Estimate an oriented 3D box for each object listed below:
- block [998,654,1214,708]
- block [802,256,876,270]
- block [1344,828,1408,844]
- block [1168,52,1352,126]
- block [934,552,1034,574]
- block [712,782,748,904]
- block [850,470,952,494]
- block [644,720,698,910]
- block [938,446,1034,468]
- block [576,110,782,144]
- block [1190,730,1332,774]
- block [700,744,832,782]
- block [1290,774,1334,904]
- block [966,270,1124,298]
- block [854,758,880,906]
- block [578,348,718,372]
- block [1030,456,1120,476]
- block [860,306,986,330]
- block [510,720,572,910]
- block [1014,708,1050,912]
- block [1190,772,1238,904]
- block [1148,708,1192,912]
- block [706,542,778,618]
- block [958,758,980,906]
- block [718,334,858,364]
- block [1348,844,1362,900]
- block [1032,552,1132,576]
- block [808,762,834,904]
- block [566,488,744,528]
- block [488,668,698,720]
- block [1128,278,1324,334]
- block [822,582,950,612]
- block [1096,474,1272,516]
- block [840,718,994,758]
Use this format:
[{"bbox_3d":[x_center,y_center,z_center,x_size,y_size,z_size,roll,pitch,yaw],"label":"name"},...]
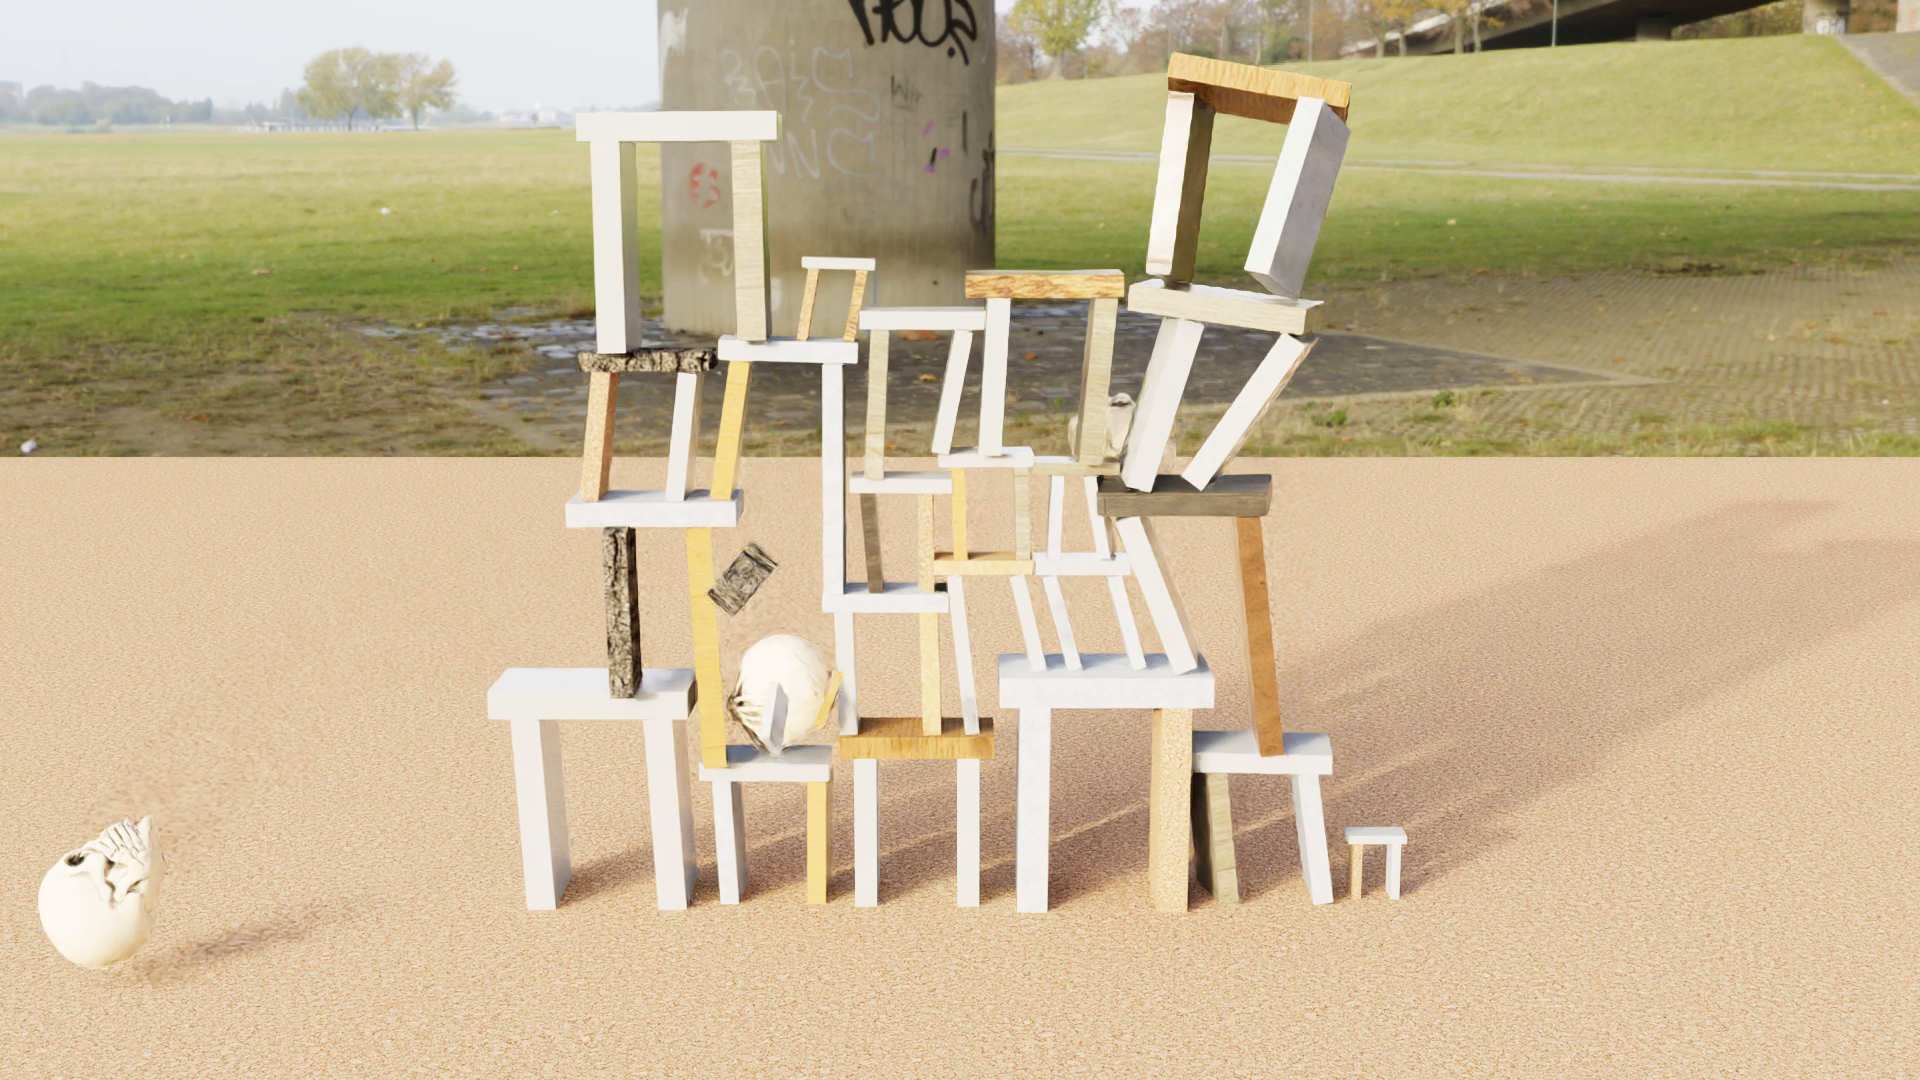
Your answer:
[{"bbox_3d":[0.235,0.229,3.598,0.343,0.049,0.171,0,11,0],"label":"block"},{"bbox_3d":[-0.191,-0.438,3.477,0.113,0.016,0.057,2,9,-1],"label":"block"},{"bbox_3d":[0.689,0.490,3.647,0.095,0.014,0.048,0,11,0],"label":"block"},{"bbox_3d":[0.465,-0.694,3.423,0.277,0.039,0.139,12,-5,9],"label":"block"},{"bbox_3d":[0.037,0.037,3.562,0.159,0.023,0.080,0,11,0],"label":"block"},{"bbox_3d":[-0.380,0.486,3.648,0.030,0.211,0.105,-2,11,4],"label":"block"},{"bbox_3d":[-0.095,-0.093,3.542,0.163,0.023,0.081,1,11,0],"label":"block"},{"bbox_3d":[-0.478,0.431,3.641,0.045,0.320,0.160,-3,11,0],"label":"block"},{"bbox_3d":[0.041,-0.133,3.535,0.150,0.021,0.075,-1,11,-1],"label":"block"},{"bbox_3d":[-0.436,-0.645,3.440,0.306,0.043,0.153,-1,9,-2],"label":"block"},{"bbox_3d":[0.492,0.348,3.607,0.228,0.032,0.114,1,14,5],"label":"block"},{"bbox_3d":[-0.318,0.368,3.623,0.211,0.030,0.105,0,11,0],"label":"block"},{"bbox_3d":[0.580,0.474,3.641,0.032,0.228,0.114,-9,15,2],"label":"block"},{"bbox_3d":[0.133,-0.406,3.480,0.248,0.035,0.124,0,11,0],"label":"block"},{"bbox_3d":[-0.154,0.466,3.646,0.036,0.251,0.126,0,11,0],"label":"block"},{"bbox_3d":[-0.494,-0.287,3.491,0.203,0.029,0.102,0,10,1],"label":"block"},{"bbox_3d":[0.184,-0.120,3.543,0.138,0.020,0.069,0,11,-2],"label":"block"},{"bbox_3d":[-0.059,-0.353,3.493,0.197,0.028,0.099,0,11,-1],"label":"block"},{"bbox_3d":[-0.692,0.431,3.641,0.045,0.320,0.160,-3,11,0],"label":"block"},{"bbox_3d":[0.119,0.422,3.634,0.049,0.343,0.171,0,11,0],"label":"block"},{"bbox_3d":[0.417,0.475,3.644,0.032,0.228,0.114,-10,15,-12],"label":"block"},{"bbox_3d":[0.347,0.422,3.634,0.049,0.343,0.171,1,11,0],"label":"block"},{"bbox_3d":[-0.293,0.053,2.959,0.096,0.048,0.014,-51,9,-27],"label":"block"},{"bbox_3d":[0.014,0.466,3.646,0.036,0.251,0.126,0,11,0],"label":"block"},{"bbox_3d":[-0.272,-0.304,3.501,0.219,0.031,0.109,1,9,-3],"label":"block"},{"bbox_3d":[0.657,0.544,3.657,0.014,0.095,0.048,0,11,0],"label":"block"},{"bbox_3d":[0.196,0.038,3.569,0.157,0.022,0.079,0,11,0],"label":"block"},{"bbox_3d":[-0.232,0.486,3.653,0.030,0.211,0.105,1,11,3],"label":"block"},{"bbox_3d":[-0.488,-0.052,3.535,0.267,0.038,0.134,-1,11,0],"label":"block"},{"bbox_3d":[-0.596,0.251,3.604,0.320,0.045,0.160,0,11,1],"label":"block"},{"bbox_3d":[0.413,-0.363,3.410,0.276,0.039,0.138,10,14,19],"label":"block"},{"bbox_3d":[-0.119,0.093,3.579,0.203,0.029,0.102,0,11,0],"label":"block"},{"bbox_3d":[0.361,-0.072,3.514,0.267,0.038,0.134,0,14,12],"label":"block"},{"bbox_3d":[-0.070,0.326,3.620,0.251,0.036,0.126,0,11,0],"label":"block"}]
